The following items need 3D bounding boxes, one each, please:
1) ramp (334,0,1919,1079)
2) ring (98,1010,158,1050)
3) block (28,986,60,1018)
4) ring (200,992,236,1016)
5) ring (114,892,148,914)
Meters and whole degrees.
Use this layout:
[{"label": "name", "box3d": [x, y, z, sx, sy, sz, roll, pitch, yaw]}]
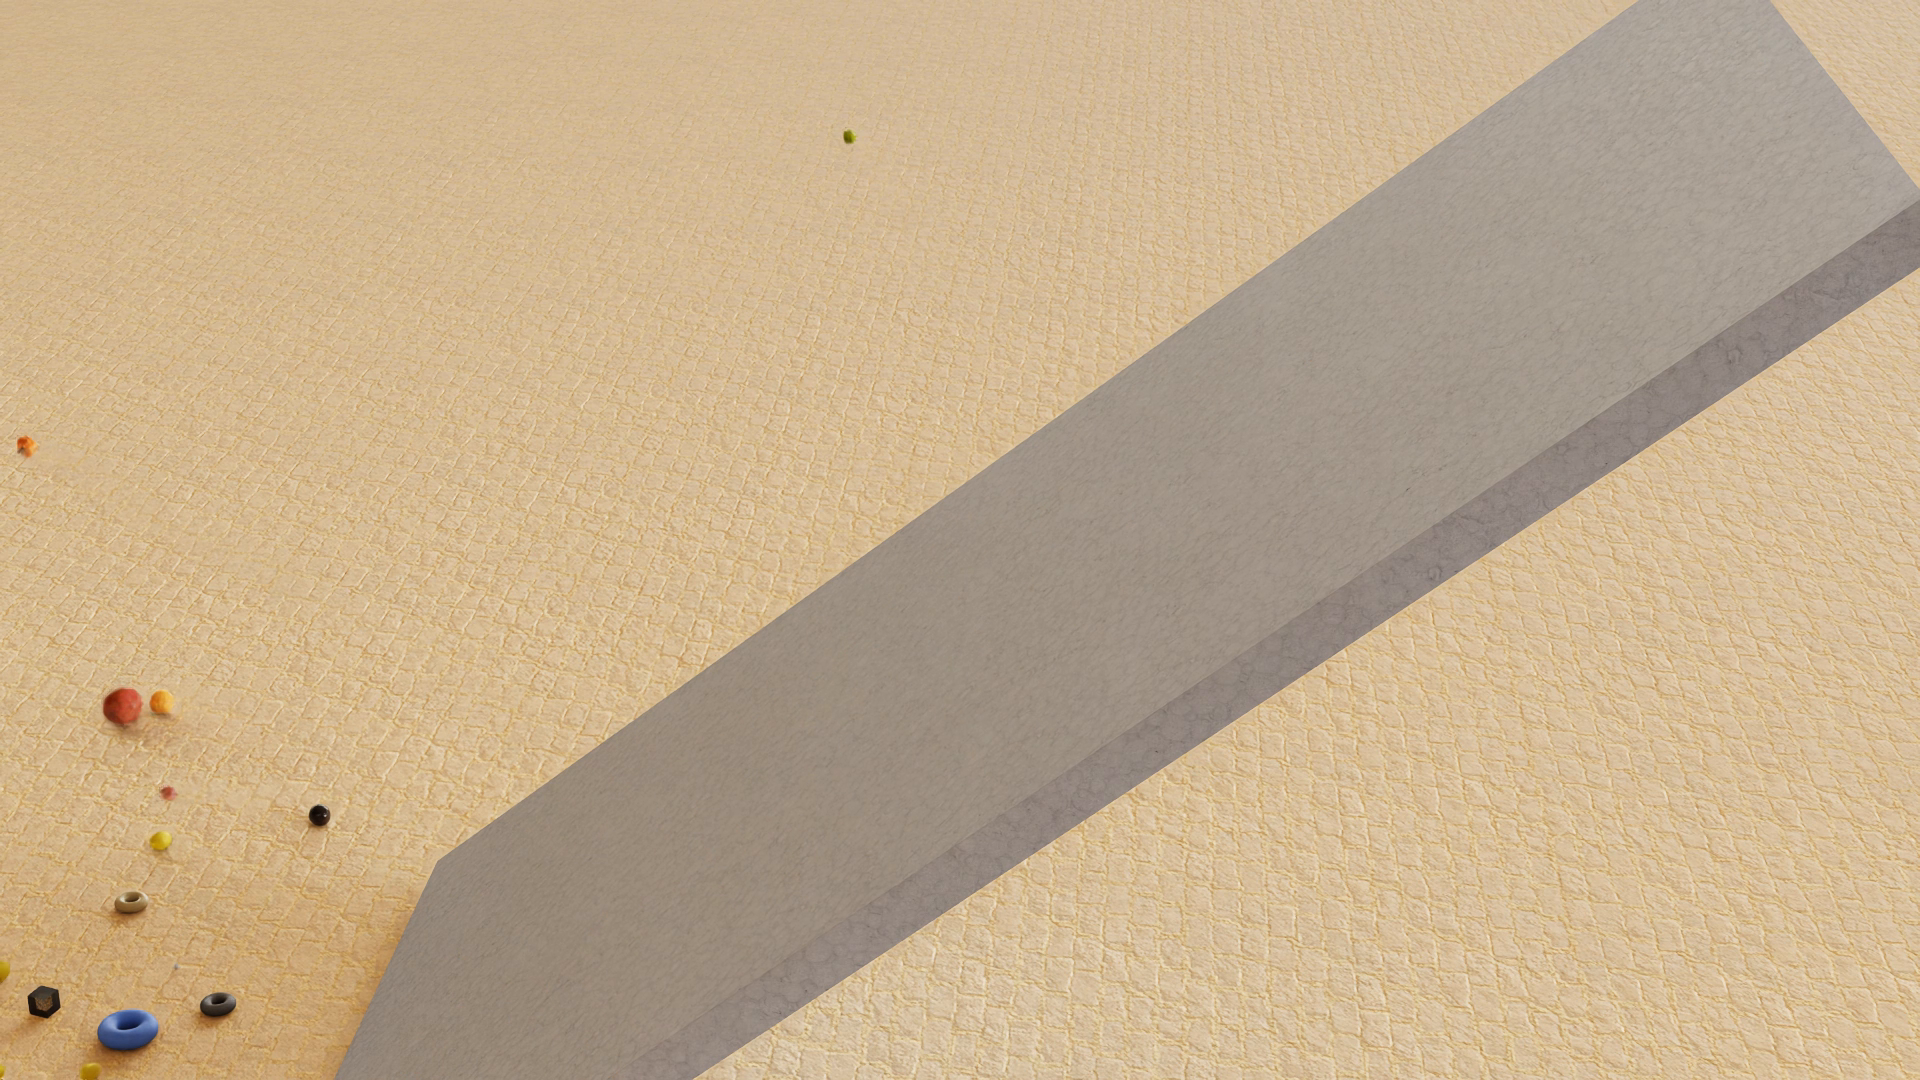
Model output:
[{"label": "ramp", "box3d": [0.123, 0.183, 6.334, 4.000, 0.100, 2.000, -35, 16, 17]}, {"label": "ring", "box3d": [-2.032, 1.196, 7.183, 0.145, 0.048, 0.145, 1, 22, 0]}, {"label": "block", "box3d": [-2.271, 1.145, 7.293, 0.053, 0.053, 0.053, 9, 25, 20]}, {"label": "ring", "box3d": [-1.842, 1.153, 7.305, 0.089, 0.030, 0.089, -1, 22, 0]}, {"label": "ring", "box3d": [-2.186, 0.956, 7.762, 0.088, 0.029, 0.088, 1, 24, 0]}]
